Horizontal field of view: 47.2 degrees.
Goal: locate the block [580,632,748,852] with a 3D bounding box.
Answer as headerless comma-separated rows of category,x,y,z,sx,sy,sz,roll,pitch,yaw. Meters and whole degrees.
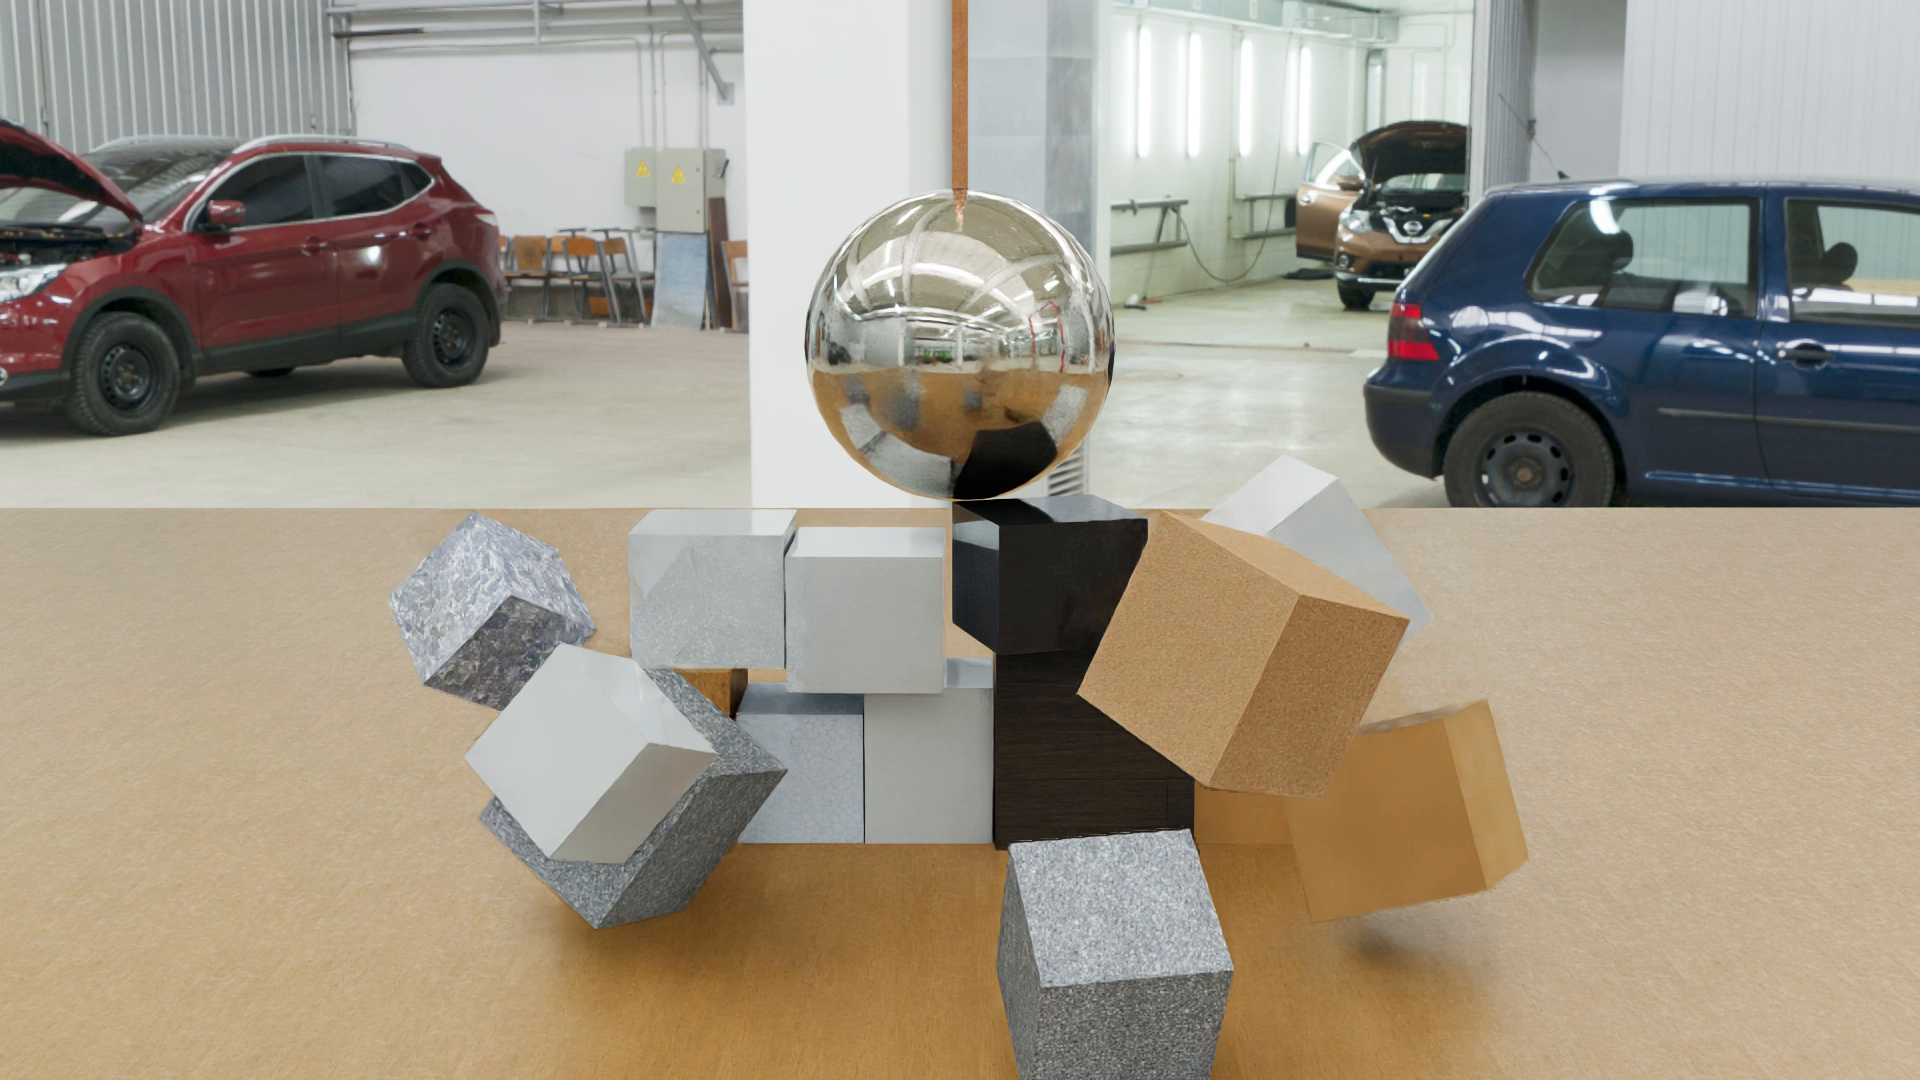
block,-1.554,1.025,11.349,0.843,0.922,0.897,0,10,0

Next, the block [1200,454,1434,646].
block,1.689,0.230,11.201,0.855,0.895,0.809,-38,15,-2

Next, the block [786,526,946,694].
block,-0.463,0.344,11.229,0.771,0.686,0.843,0,10,1

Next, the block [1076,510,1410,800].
block,1.094,0.452,8.506,0.753,0.794,0.734,12,16,-46

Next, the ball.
ball,0.000,-0.994,11.257,1.600,1.600,1.600,0,10,0

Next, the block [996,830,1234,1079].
block,0.552,1.584,8.154,0.688,0.708,0.662,-3,41,-9

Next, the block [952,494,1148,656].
block,0.436,0.158,10.948,0.760,0.629,0.757,-3,11,-17

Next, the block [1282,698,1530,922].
block,1.940,1.175,9.649,0.775,0.732,0.780,-16,-5,27

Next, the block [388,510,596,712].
block,-2.296,0.363,10.788,0.587,0.643,0.593,29,22,-50

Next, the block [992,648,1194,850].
block,0.672,0.946,11.368,0.992,1.072,0.921,0,10,0

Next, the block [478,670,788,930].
block,-1.437,1.128,9.792,0.735,0.830,0.889,39,8,16

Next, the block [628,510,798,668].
block,-1.242,0.238,11.219,0.763,0.673,0.765,0,10,1

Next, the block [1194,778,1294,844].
block,1.571,1.151,11.394,0.798,0.655,0.683,0,11,0

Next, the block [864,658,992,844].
block,-0.157,1.078,11.372,0.643,0.810,0.657,0,10,0

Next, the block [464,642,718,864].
block,-1.506,0.884,9.018,0.588,0.625,0.571,44,8,23

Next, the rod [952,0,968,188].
rod,0.000,-4.310,10.508,0.080,5.200,0.080,0,13,0

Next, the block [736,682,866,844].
block,-0.805,1.146,11.394,0.635,0.669,0.661,0,10,0
